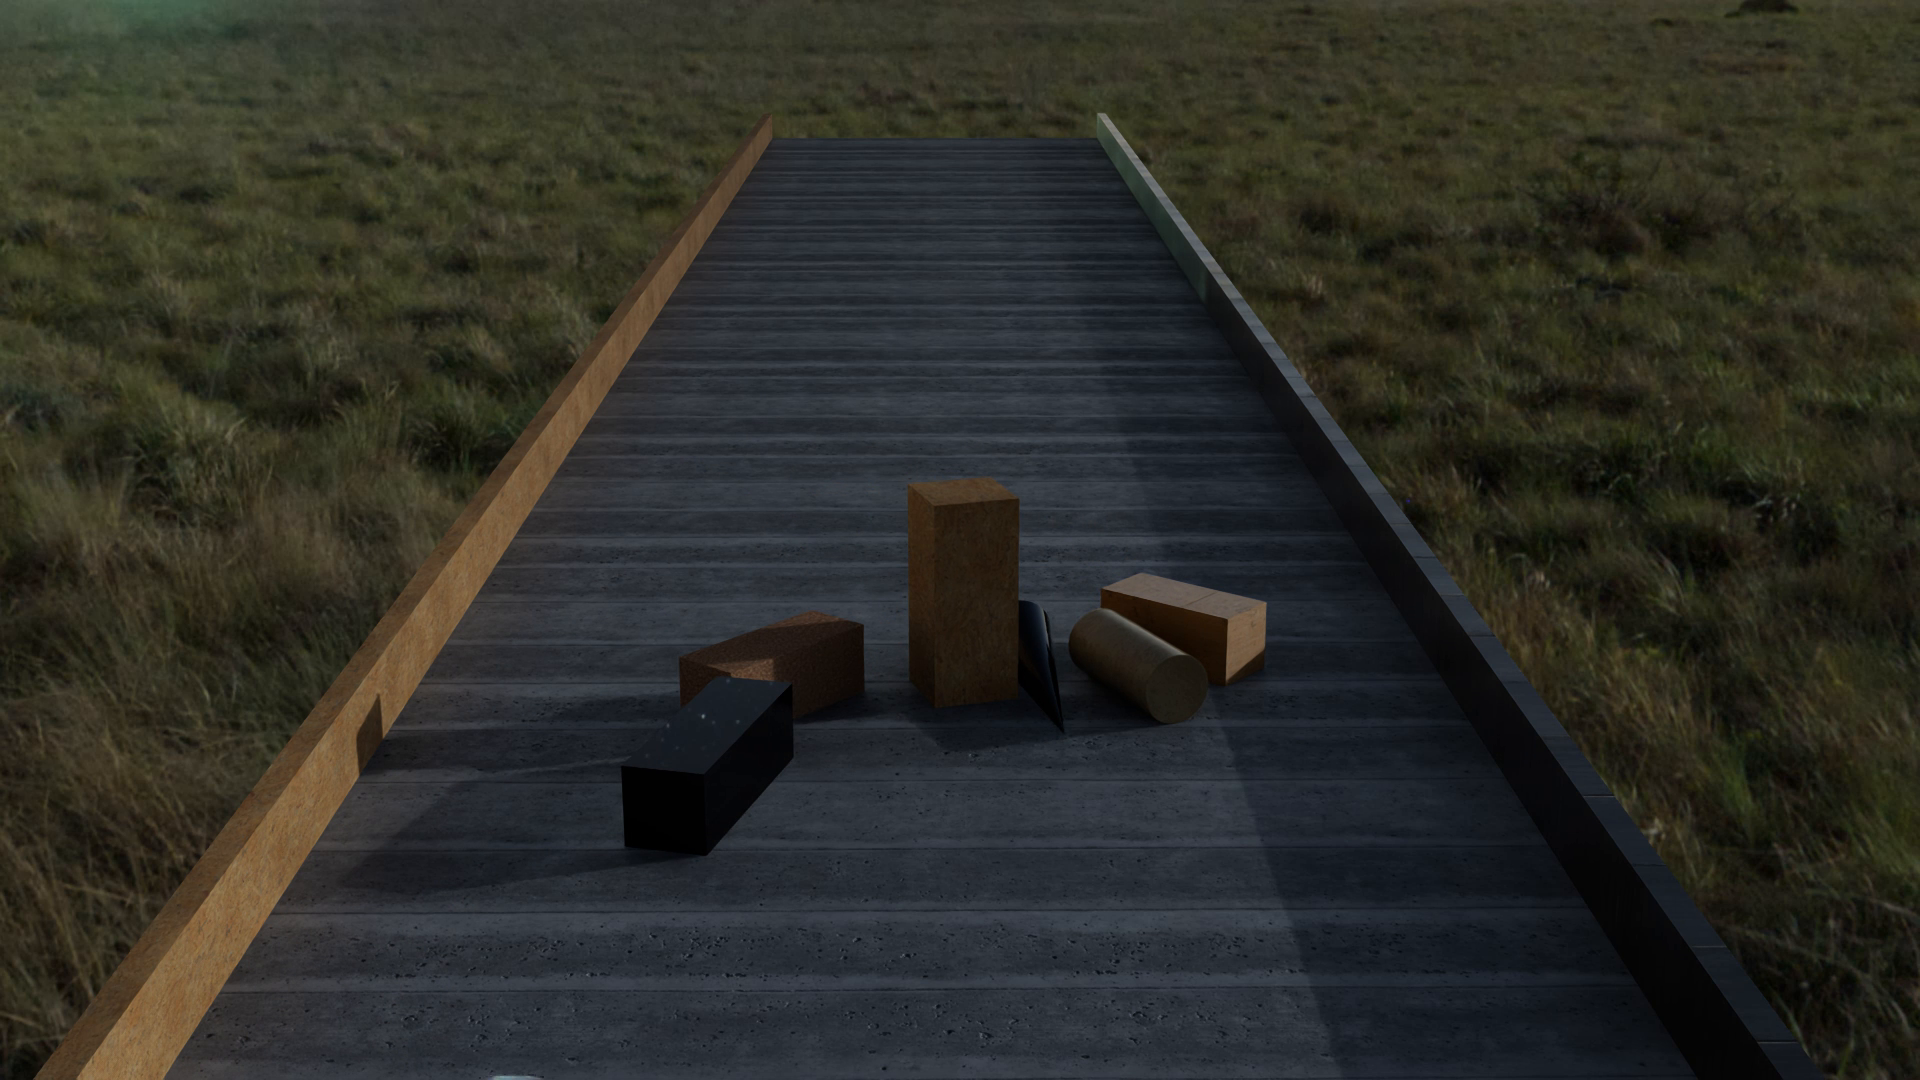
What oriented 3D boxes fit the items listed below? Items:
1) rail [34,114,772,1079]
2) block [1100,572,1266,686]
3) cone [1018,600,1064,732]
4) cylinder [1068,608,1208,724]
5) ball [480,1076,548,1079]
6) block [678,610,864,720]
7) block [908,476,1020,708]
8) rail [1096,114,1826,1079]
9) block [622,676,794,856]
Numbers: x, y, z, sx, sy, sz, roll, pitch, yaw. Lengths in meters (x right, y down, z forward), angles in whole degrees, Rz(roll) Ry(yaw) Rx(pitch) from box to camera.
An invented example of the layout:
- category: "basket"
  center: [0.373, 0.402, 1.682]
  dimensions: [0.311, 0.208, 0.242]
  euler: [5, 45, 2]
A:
- category: "rail"
  center: [-1.118, -0.838, 7.780]
  dimensions: [0.050, 0.150, 12.000]
  euler: [0, 17, -1]
- category: "block"
  center: [0.444, 0.176, 4.393]
  dimensions: [0.302, 0.138, 0.138]
  euler: [13, 21, 38]
- category: "cone"
  center: [0.153, 0.268, 4.206]
  dimensions: [0.136, 0.136, 0.402]
  euler: [-3, 27, -11]
- category: "cylinder"
  center: [0.337, 0.237, 4.194]
  dimensions: [0.134, 0.134, 0.303]
  euler: [-8, 18, -24]
- category: "ball"
  center: [-0.471, 0.714, 2.292]
  dimensions: [0.304, 0.304, 0.304]
  euler: [0, 17, 0]
- category: "block"
  center: [-0.350, 0.253, 4.138]
  dimensions: [0.136, 0.136, 0.354]
  euler: [13, 21, 38]
- category: "block"
  center: [0.005, 0.098, 4.201]
  dimensions: [0.167, 0.396, 0.167]
  euler: [-5, 17, -17]
- category: "rail"
  center: [0.932, -0.844, 7.801]
  dimensions: [0.050, 0.150, 12.000]
  euler: [0, 17, -1]
- category: "block"
  center: [-0.419, 0.374, 3.721]
  dimensions: [0.141, 0.141, 0.431]
  euler: [4, 17, 14]
